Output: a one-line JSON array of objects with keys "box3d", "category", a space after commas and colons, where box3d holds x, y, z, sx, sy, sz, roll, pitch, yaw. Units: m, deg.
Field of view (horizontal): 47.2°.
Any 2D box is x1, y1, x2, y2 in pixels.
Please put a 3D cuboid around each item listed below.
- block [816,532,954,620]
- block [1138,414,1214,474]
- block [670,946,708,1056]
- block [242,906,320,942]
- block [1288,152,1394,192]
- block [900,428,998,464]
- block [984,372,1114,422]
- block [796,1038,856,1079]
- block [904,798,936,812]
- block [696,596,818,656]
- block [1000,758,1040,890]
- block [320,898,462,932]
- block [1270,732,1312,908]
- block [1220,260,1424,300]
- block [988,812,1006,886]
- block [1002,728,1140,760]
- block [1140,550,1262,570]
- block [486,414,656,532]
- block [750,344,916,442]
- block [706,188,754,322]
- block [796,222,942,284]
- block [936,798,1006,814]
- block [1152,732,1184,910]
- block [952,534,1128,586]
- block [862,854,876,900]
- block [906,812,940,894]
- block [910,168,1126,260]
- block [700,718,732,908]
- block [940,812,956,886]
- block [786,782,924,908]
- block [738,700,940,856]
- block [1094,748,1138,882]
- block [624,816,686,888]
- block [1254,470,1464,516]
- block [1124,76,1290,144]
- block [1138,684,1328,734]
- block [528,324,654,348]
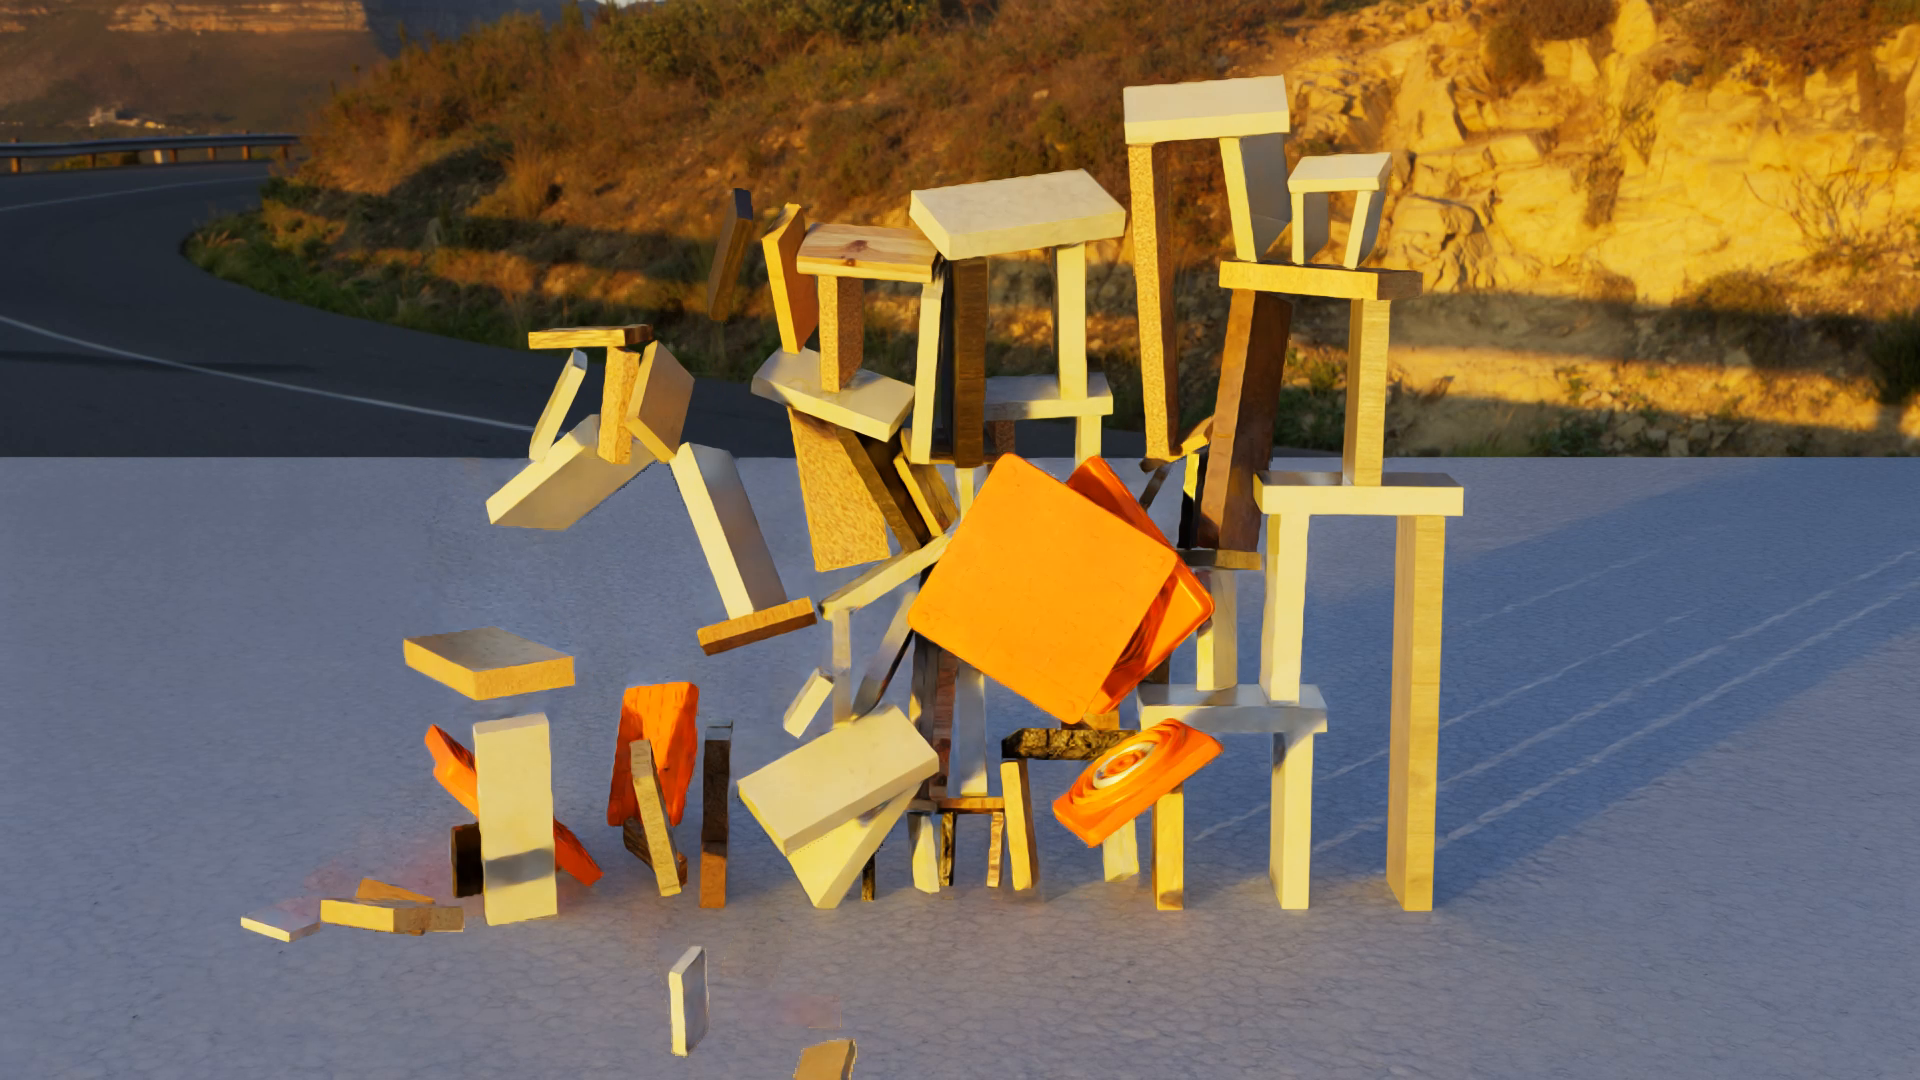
[{"box3d": [-0.127, 0.062, 3.718, 0.229, 0.032, 0.114, -32, 7, -17], "category": "block"}, {"box3d": [0.371, -0.161, 3.680, 0.143, 0.020, 0.072, -26, 16, 41], "category": "block"}, {"box3d": [-0.367, 0.624, 2.980, 0.019, 0.131, 0.066, 9, 26, 19], "category": "block"}, {"box3d": [-1.081, 0.612, 3.503, 0.119, 0.017, 0.059, 7, 13, 35], "category": "block"}, {"box3d": [0.590, -0.570, 3.412, 0.146, 0.021, 0.073, 3, 41, 31], "category": "block"}, {"box3d": [-0.020, -0.158, 3.681, 0.150, 0.021, 0.075, 0, 37, -18], "category": "block"}, {"box3d": [0.139, -0.243, 3.709, 0.223, 0.032, 0.112, -3, 27, -4], "category": "block"}, {"box3d": [-0.179, 0.699, 2.865, 0.066, 0.019, 0.131, -15, 16, 11], "category": "block"}, {"box3d": [-0.110, 0.436, 3.650, 0.128, 0.018, 0.064, 9, -10, -28], "category": "block"}, {"box3d": [-0.342, 0.146, 3.715, 0.195, 0.028, 0.098, -17, -13, -4], "category": "block"}, {"box3d": [0.101, 0.473, 3.676, 0.029, 0.208, 0.104, -7, -3, 9], "category": "block"}, {"box3d": [-0.838, 0.551, 3.237, 0.110, 0.031, 0.220, 7, -8, -42], "category": "block"}, {"box3d": [0.548, 0.443, 3.643, 0.042, 0.298, 0.149, 0, 11, 0], "category": "block"}, {"box3d": [0.583, -0.422, 3.556, 0.292, 0.041, 0.146, 11, 13, 39], "category": "block"}, {"box3d": [0.062, 0.518, 3.682, 0.017, 0.122, 0.061, 3, -8, 7], "category": "block"}, {"box3d": [0.185, 0.346, 3.713, 0.208, 0.029, 0.104, 3, -18, -18], "category": "block"}, {"box3d": [0.400, 0.032, 3.665, 0.097, 0.028, 0.194, 5, -3, -34], "category": "block"}, {"box3d": [-0.673, -0.115, 3.867, 0.320, 0.045, 0.160, -34, -26, 35], "category": "block"}, {"box3d": [-0.206, -0.247, 3.630, 0.247, 0.035, 0.123, 20, 39, 12], "category": "block"}, {"box3d": [-0.363, -0.450, 3.468, 0.027, 0.187, 0.094, 9, 36, -17], "category": "block"}, {"box3d": [-0.140, -0.453, 3.463, 0.215, 0.030, 0.108, 5, 38, 9], "category": "block"}, {"box3d": [0.020, 0.447, 3.701, 0.122, 0.017, 0.061, 0, -16, 1], "category": "block"}, {"box3d": [0.343, 0.444, 3.637, 0.042, 0.298, 0.149, -1, 10, 2], "category": "block"}, {"box3d": [0.137, 0.036, 3.841, 0.299, 0.042, 0.149, -2, -17, 0], "category": "block"}, {"box3d": [-0.152, 0.528, 3.655, 0.018, 0.128, 0.064, 0, 11, 0], "category": "block"}, {"box3d": [-0.062, 0.520, 3.669, 0.018, 0.128, 0.064, -8, 3, -23], "category": "block"}, {"box3d": [0.091, -0.516, 3.477, 0.304, 0.043, 0.152, -11, 39, -22], "category": "block"}, {"box3d": [-0.404, 0.450, 3.643, 0.040, 0.284, 0.142, 2, 10, -4], "category": "block"}, {"box3d": [-0.020, 0.518, 3.684, 0.017, 0.122, 0.061, 2, -9, 6], "category": "block"}, {"box3d": [-0.179, 0.447, 3.578, 0.040, 0.283, 0.142, 14, 30, -42], "category": "block"}, {"box3d": [-0.190, 0.371, 3.455, 0.284, 0.040, 0.142, -27, 49, -20], "category": "block"}, {"box3d": [0.263, 0.465, 3.705, 0.029, 0.208, 0.104, -1, -17, -12], "category": "block"}, {"box3d": [-0.512, 0.524, 3.691, 0.131, 0.066, 0.019, 32, 48, 26], "category": "block"}, {"box3d": [0.639, -0.076, 3.547, 0.314, 0.044, 0.157, 1, 10, 2], "category": "block"}, {"box3d": [0.379, -0.666, 3.399, 0.248, 0.035, 0.124, -3, 37, 6], "category": "block"}, {"box3d": [0.445, 0.275, 3.614, 0.298, 0.042, 0.149, 0, 11, 2], "category": "block"}, {"box3d": [-0.595, -0.328, 3.544, 0.177, 0.025, 0.089, 0, 11, 23], "category": "block"}]
